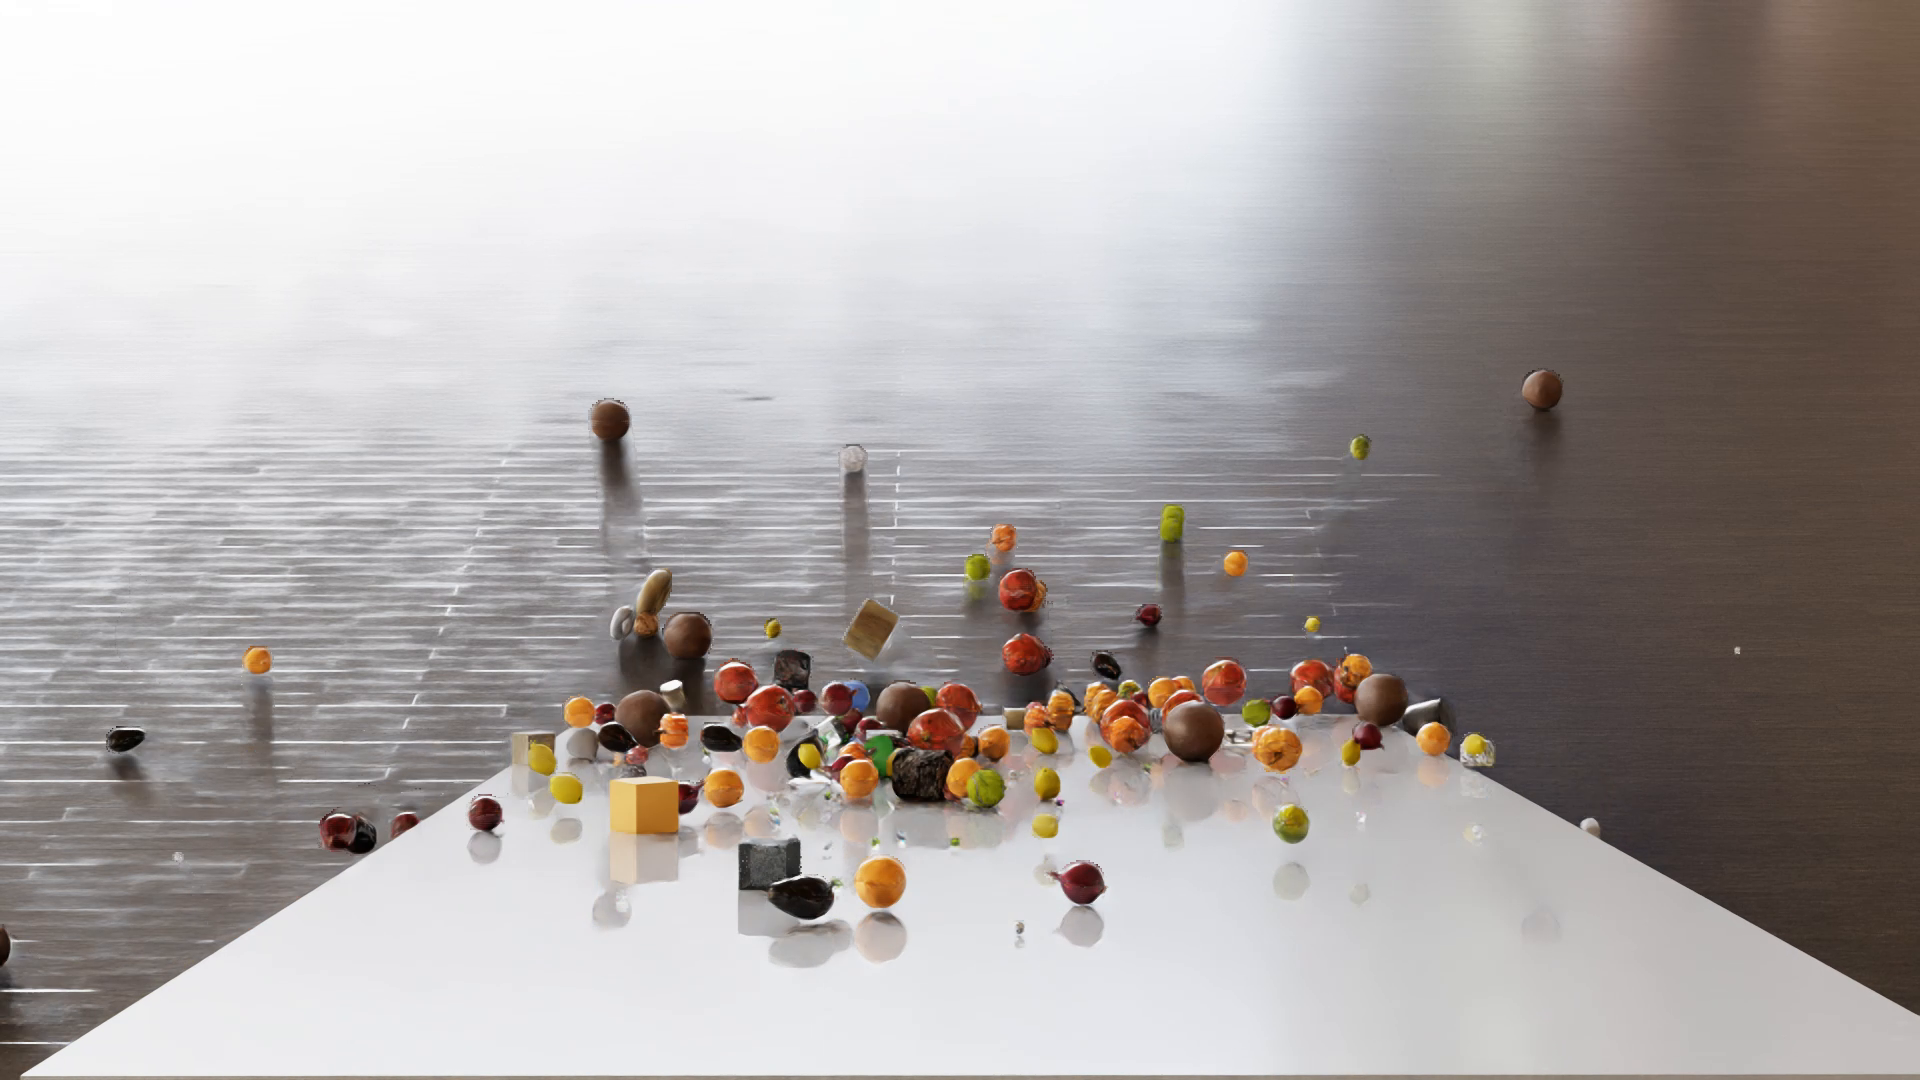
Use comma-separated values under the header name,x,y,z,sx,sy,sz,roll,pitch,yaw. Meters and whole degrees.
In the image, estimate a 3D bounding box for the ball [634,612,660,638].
name,x,y,z,sx,sy,sz,roll,pitch,yaw
ball,-0.866,0.236,7.125,0.069,0.069,0.069,0,26,0

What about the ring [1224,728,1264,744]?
name,x,y,z,sx,sy,sz,roll,pitch,yaw
ring,0.645,0.446,5.880,0.092,0.031,0.092,-1,0,0

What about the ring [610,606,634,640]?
name,x,y,z,sx,sy,sz,roll,pitch,yaw
ring,-0.928,0.229,7.094,0.032,0.097,0.097,17,31,21

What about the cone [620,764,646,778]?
name,x,y,z,sx,sy,sz,roll,pitch,yaw
cone,-0.623,0.469,4.981,0.055,0.055,0.055,-12,34,-24

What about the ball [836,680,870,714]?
name,x,y,z,sx,sy,sz,roll,pitch,yaw
ball,-0.274,0.403,6.603,0.085,0.085,0.085,0,26,0

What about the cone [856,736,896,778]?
name,x,y,z,sx,sy,sz,roll,pitch,yaw
cone,-0.143,0.456,5.182,0.094,0.094,0.094,-20,41,-35

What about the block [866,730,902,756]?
name,x,y,z,sx,sy,sz,roll,pitch,yaw
block,-0.162,0.438,5.477,0.064,0.064,0.064,0,1,-14

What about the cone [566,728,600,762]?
name,x,y,z,sx,sy,sz,roll,pitch,yaw
cone,-0.793,0.453,5.512,0.074,0.074,0.074,-12,33,-23

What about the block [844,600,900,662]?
name,x,y,z,sx,sy,sz,roll,pitch,yaw
block,-0.240,0.244,6.976,0.099,0.099,0.099,31,52,-1

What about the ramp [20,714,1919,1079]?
name,x,y,z,sx,sy,sz,roll,pitch,yaw
ramp,0.060,0.540,4.576,2.000,0.100,4.000,0,1,0

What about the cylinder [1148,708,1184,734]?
name,x,y,z,sx,sy,sz,roll,pitch,yaw
cylinder,0.484,0.427,6.075,0.061,0.061,0.061,1,22,39

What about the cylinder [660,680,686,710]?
name,x,y,z,sx,sy,sz,roll,pitch,yaw
cylinder,-0.696,0.377,6.260,0.052,0.052,0.052,-9,21,3

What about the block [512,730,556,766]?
name,x,y,z,sx,sy,sz,roll,pitch,yaw
block,-0.899,0.439,5.447,0.065,0.065,0.065,-1,2,-39

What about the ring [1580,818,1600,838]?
name,x,y,z,sx,sy,sz,roll,pitch,yaw
ring,1.479,0.720,6.080,0.043,0.130,0.130,8,27,9

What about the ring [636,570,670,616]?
name,x,y,z,sx,sy,sz,roll,pitch,yaw
ring,-0.853,0.152,7.182,0.049,0.148,0.148,24,31,8

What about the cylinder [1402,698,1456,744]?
name,x,y,z,sx,sy,sz,roll,pitch,yaw
cylinder,1.169,0.453,6.422,0.099,0.099,0.099,-18,16,31

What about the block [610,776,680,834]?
name,x,y,z,sx,sy,sz,roll,pitch,yaw
block,-0.538,0.452,4.396,0.085,0.085,0.085,-1,2,-38

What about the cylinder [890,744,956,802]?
name,x,y,z,sx,sy,sz,roll,pitch,yaw
cylinder,-0.067,0.437,4.826,0.092,0.092,0.092,15,30,21

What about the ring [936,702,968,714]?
name,x,y,z,sx,sy,sz,roll,pitch,yaw
ring,-0.020,0.435,6.698,0.087,0.029,0.087,-1,0,0

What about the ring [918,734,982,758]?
name,x,y,z,sx,sy,sz,roll,pitch,yaw
ring,-0.022,0.445,5.546,0.143,0.048,0.143,-2,-2,0

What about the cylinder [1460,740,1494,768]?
name,x,y,z,sx,sy,sz,roll,pitch,yaw
cylinder,1.069,0.441,5.329,0.054,0.054,0.054,-5,21,32

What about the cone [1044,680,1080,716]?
name,x,y,z,sx,sy,sz,roll,pitch,yaw
cone,0.252,0.428,6.739,0.089,0.089,0.089,-42,37,-7

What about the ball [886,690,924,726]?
name,x,y,z,sx,sy,sz,roll,pitch,yaw
ball,-0.134,0.408,6.273,0.090,0.090,0.090,0,26,0

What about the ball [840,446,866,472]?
name,x,y,z,sx,sy,sz,roll,pitch,yaw
ball,-0.335,-0.253,8.096,0.083,0.083,0.083,0,26,0

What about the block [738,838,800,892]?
name,x,y,z,sx,sy,sz,roll,pitch,yaw
block,-0.278,0.475,3.772,0.066,0.066,0.066,0,1,23

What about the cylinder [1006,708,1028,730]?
name,x,y,z,sx,sy,sz,roll,pitch,yaw
cylinder,0.135,0.426,6.136,0.052,0.052,0.052,-3,26,3

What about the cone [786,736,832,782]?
name,x,y,z,sx,sy,sz,roll,pitch,yaw
cone,-0.280,0.457,5.130,0.096,0.096,0.096,-19,39,-33

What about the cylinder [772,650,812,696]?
name,x,y,z,sx,sy,sz,roll,pitch,yaw
cylinder,-0.443,0.352,6.806,0.093,0.093,0.093,3,66,6

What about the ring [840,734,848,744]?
name,x,y,z,sx,sy,sz,roll,pitch,yaw
ring,-0.291,0.449,5.863,0.077,0.026,0.077,0,2,0
